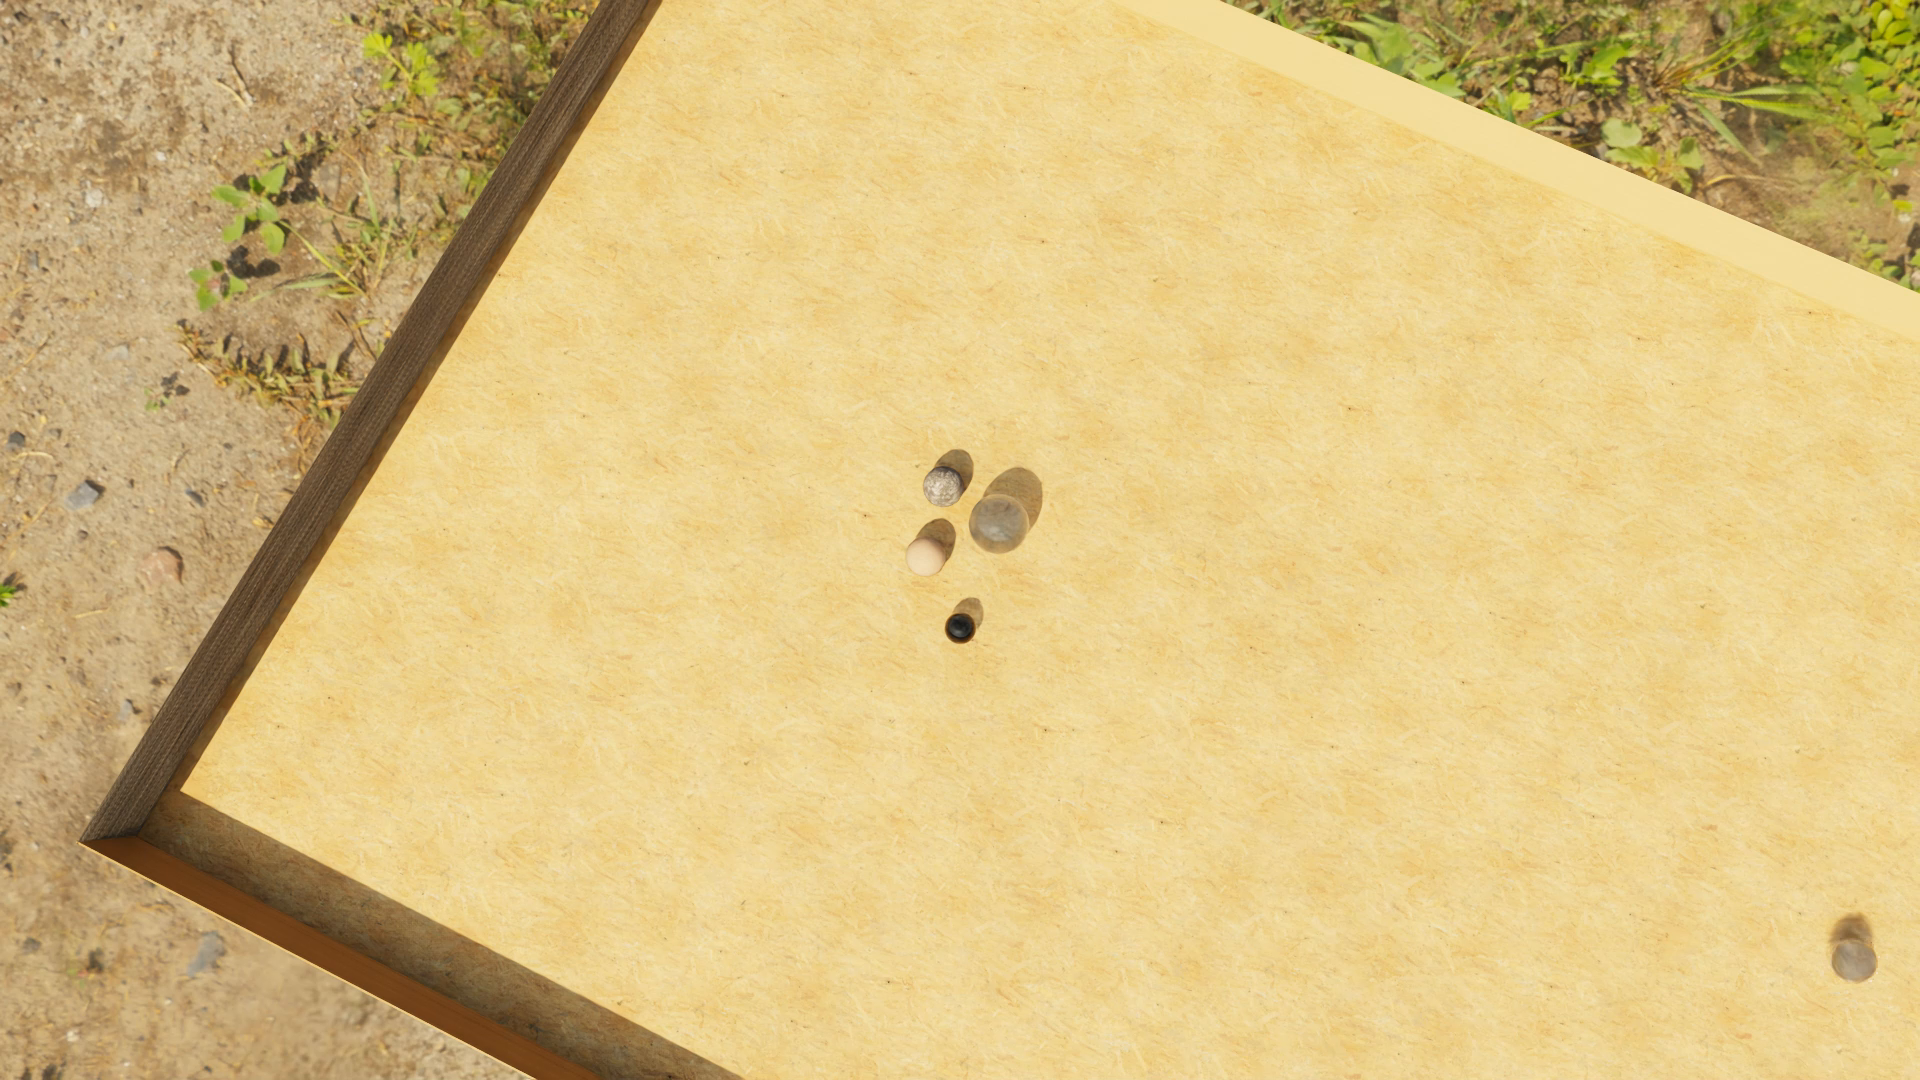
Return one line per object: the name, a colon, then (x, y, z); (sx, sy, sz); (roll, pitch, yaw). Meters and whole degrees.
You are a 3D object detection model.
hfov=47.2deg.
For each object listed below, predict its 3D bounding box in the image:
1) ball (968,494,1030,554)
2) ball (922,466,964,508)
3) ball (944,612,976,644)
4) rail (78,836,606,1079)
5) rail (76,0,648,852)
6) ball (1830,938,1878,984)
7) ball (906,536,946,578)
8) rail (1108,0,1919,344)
ball: (0.060, -0.025, 3.404); (0.095, 0.095, 0.095); (0, 72, 0)
ball: (-0.026, -0.083, 3.440); (0.065, 0.065, 0.065); (0, 72, 0)
ball: (0.000, 0.136, 3.375); (0.050, 0.050, 0.050); (0, 72, 0)
rail: (0.404, 1.211, 2.976); (3.716, 0.123, 0.045); (25, 73, 8)
rail: (-0.813, -0.387, 3.509); (0.045, 0.123, 2.002); (25, 73, 8)
ball: (1.303, 0.614, 3.207); (0.065, 0.065, 0.065); (0, 72, 0)
ball: (-0.053, 0.026, 3.404); (0.063, 0.063, 0.063); (0, 72, 0)
rail: (1.264, -0.454, 3.532); (3.716, 0.123, 0.045); (25, 73, 8)
